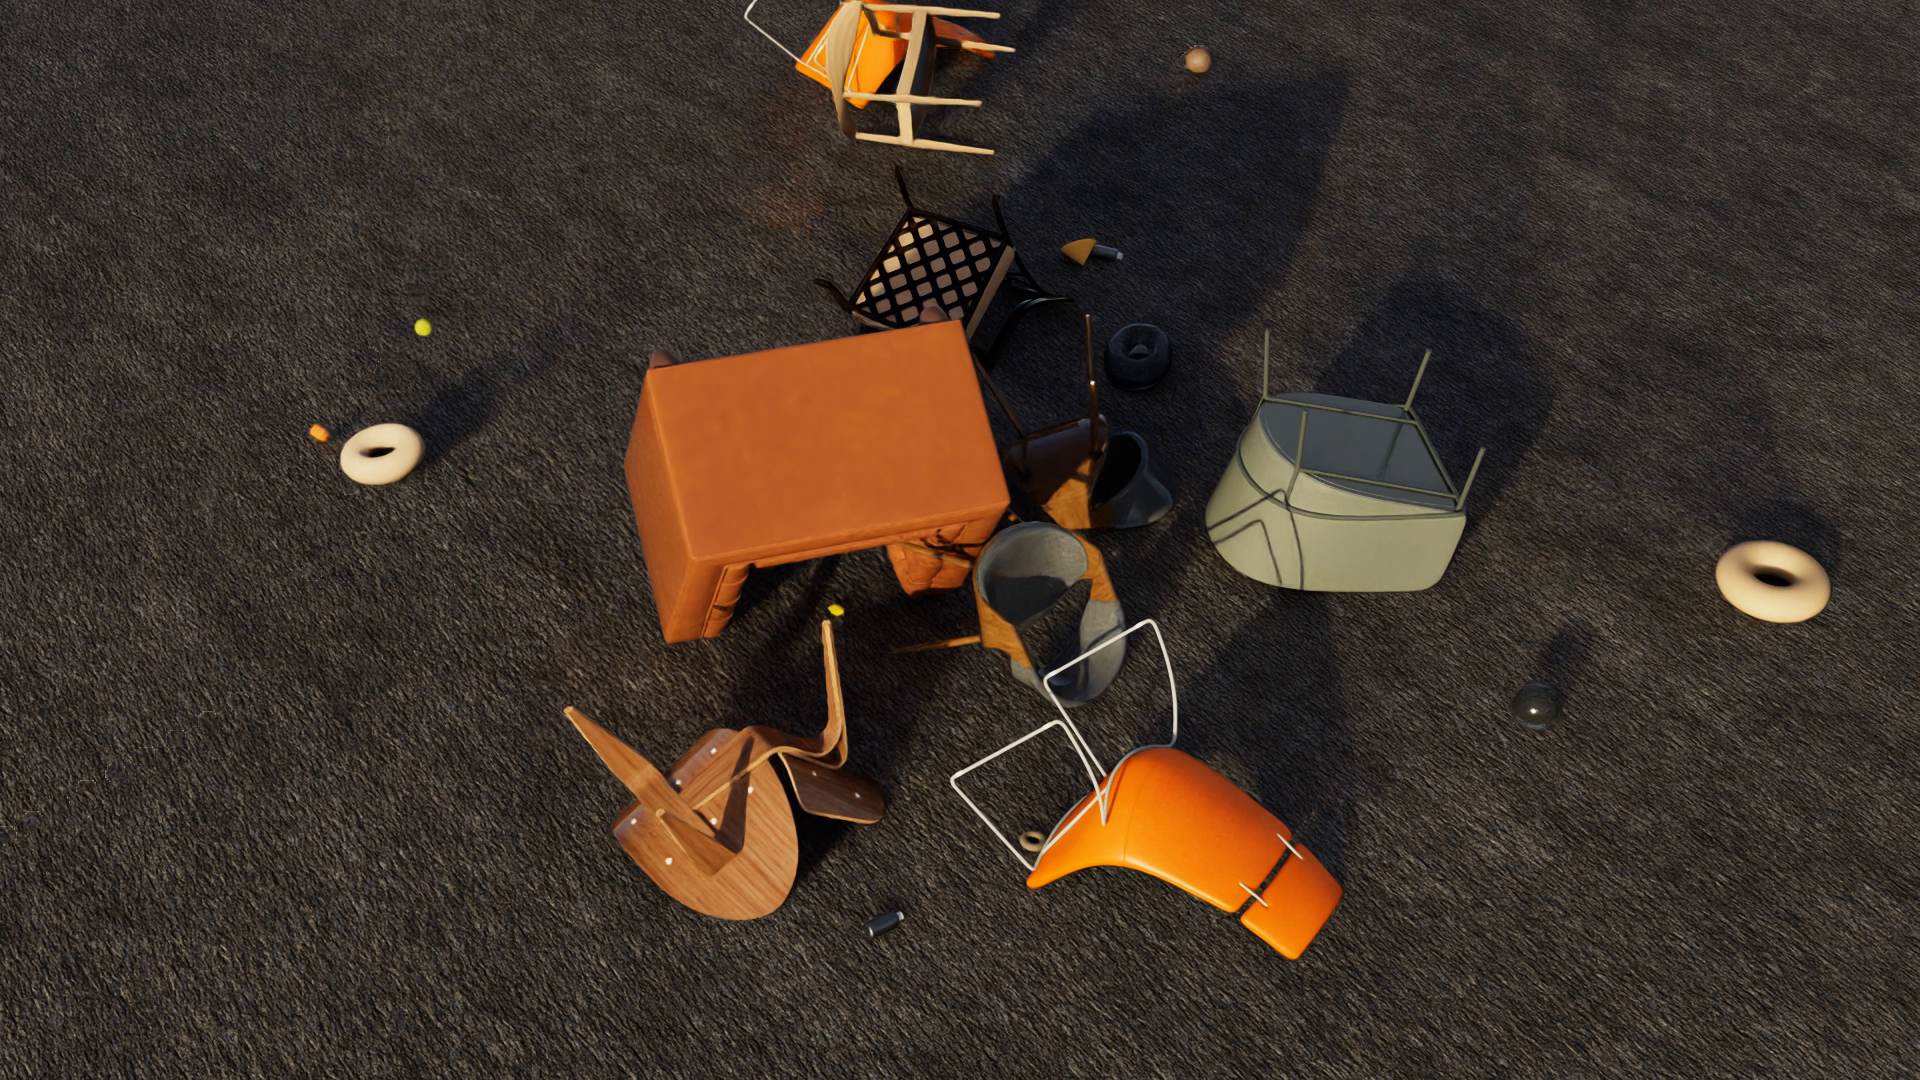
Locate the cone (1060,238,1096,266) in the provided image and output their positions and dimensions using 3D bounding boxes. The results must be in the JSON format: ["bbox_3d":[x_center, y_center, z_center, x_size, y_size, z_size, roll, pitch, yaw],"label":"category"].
[{"bbox_3d":[0.525,-1.237,12.762,0.161,0.183,0.092,-10,80,-15],"label":"cone"}]

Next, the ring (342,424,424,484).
[{"bbox_3d":[-2.228,-0.333,11.315,0.333,0.114,0.288,-8,44,6],"label":"ring"}]

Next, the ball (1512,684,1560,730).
[{"bbox_3d":[1.954,0.566,9.941,0.160,0.160,0.160,0,33,0],"label":"ball"}]

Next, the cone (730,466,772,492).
[{"bbox_3d":[-0.793,-0.216,11.230,0.156,0.105,0.090,13,-12,-13],"label":"cone"}]

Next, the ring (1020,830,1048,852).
[{"bbox_3d":[0.238,0.970,9.451,0.091,0.025,0.102,-10,34,-16],"label":"ring"}]

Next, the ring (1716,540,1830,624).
[{"bbox_3d":[2.943,0.148,10.615,0.403,0.119,0.465,0,33,-1],"label":"ring"}]

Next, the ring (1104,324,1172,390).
[{"bbox_3d":[0.728,-0.750,11.979,0.279,0.116,0.448,4,34,9],"label":"ring"}]
